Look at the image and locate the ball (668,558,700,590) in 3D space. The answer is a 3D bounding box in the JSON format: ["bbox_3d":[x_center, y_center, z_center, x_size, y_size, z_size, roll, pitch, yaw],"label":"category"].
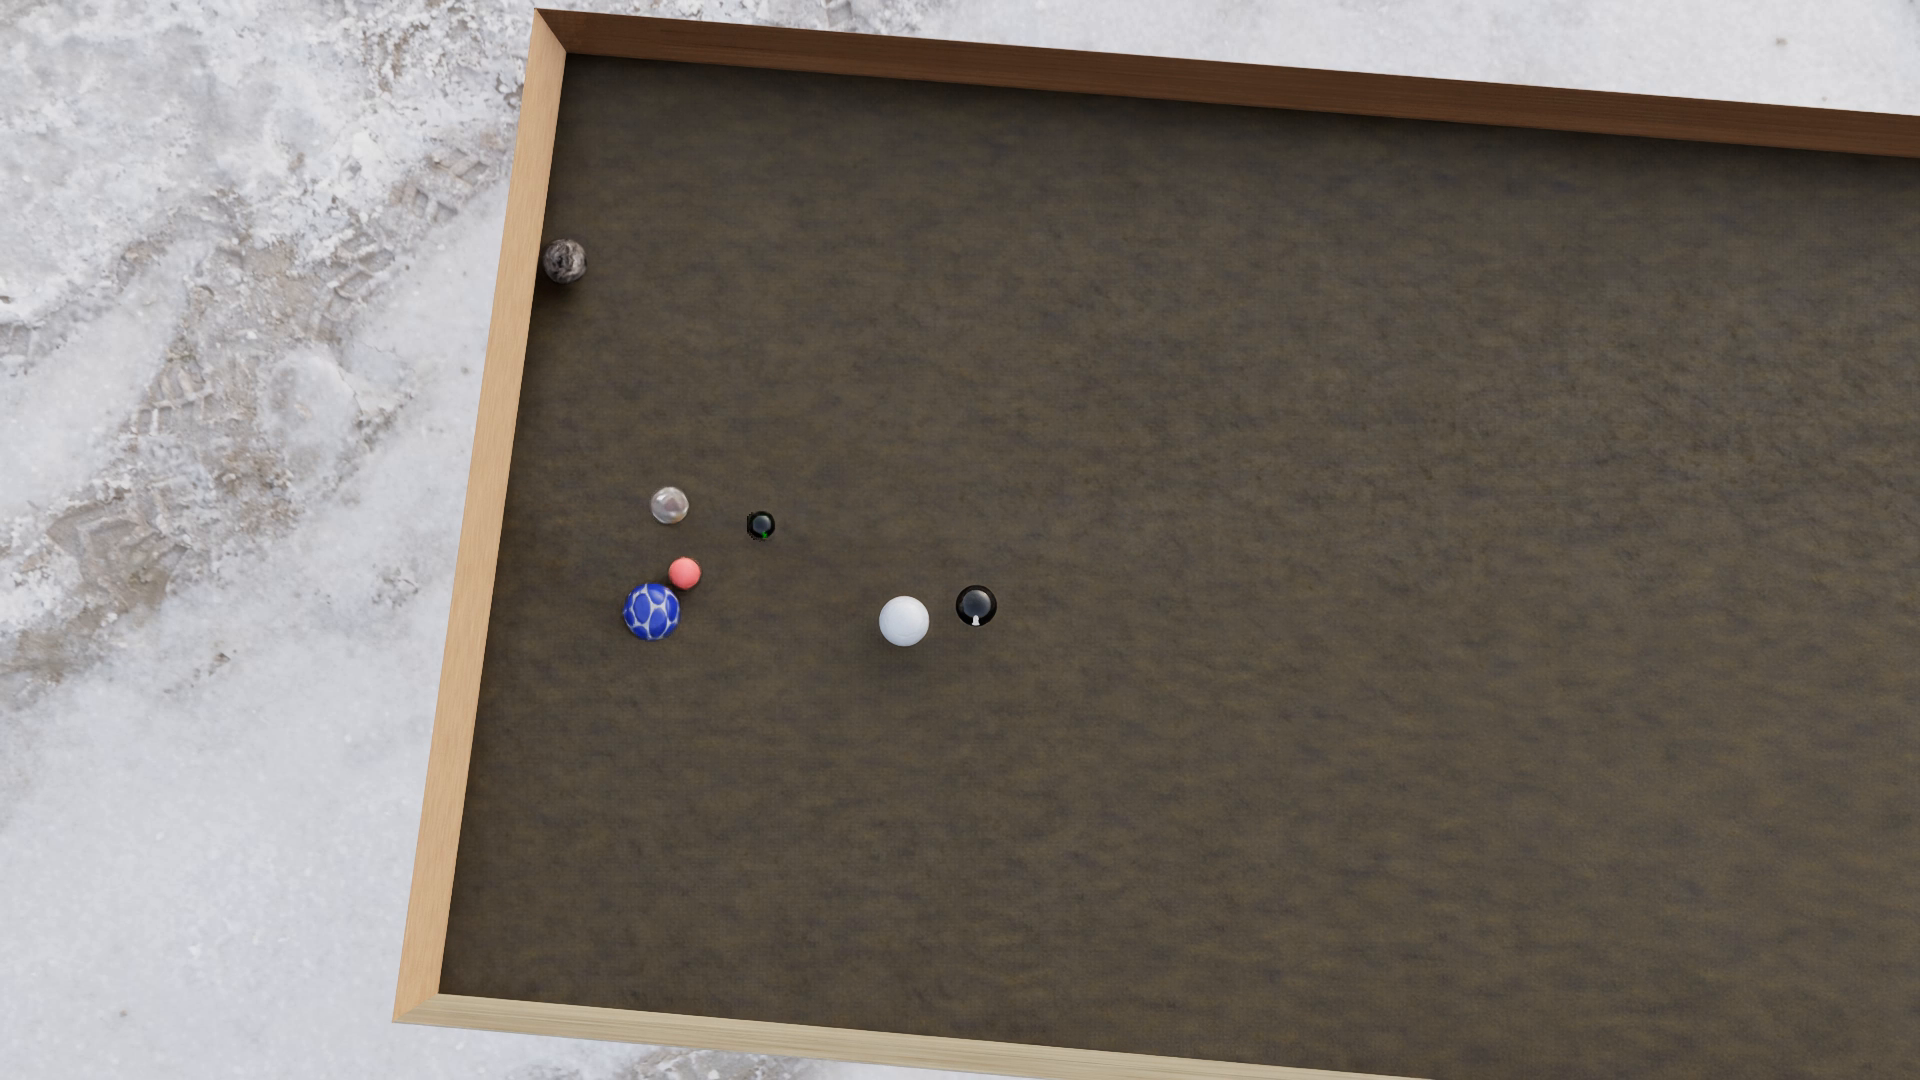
[{"bbox_3d":[-0.417,0.051,3.324,0.047,0.047,0.047,0,77,0],"label":"ball"}]

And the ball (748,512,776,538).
[{"bbox_3d":[-0.302,-0.023,3.344,0.041,0.041,0.041,0,77,0],"label":"ball"}]

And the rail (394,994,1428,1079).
[{"bbox_3d":[0.669,0.787,3.116,2.940,0.109,0.045,5,77,1],"label":"rail"}]

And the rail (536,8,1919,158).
[{"bbox_3d":[0.796,-0.679,3.464,2.940,0.109,0.045,5,77,1],"label":"rail"}]

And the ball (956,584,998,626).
[{"bbox_3d":[0.025,0.099,3.304,0.063,0.063,0.063,0,77,0],"label":"ball"}]

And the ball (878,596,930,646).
[{"bbox_3d":[-0.084,0.121,3.292,0.076,0.076,0.076,0,77,0],"label":"ball"}]

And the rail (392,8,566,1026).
[{"bbox_3d":[-0.709,-0.064,3.318,0.045,0.109,1.560,5,77,1],"label":"rail"}]

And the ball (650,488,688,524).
[{"bbox_3d":[-0.442,-0.052,3.343,0.057,0.057,0.057,0,77,0],"label":"ball"}]

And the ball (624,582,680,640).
[{"bbox_3d":[-0.462,0.106,3.291,0.084,0.084,0.084,0,77,0],"label":"ball"}]

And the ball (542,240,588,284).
[{"bbox_3d":[-0.615,-0.434,3.427,0.069,0.069,0.069,0,77,0],"label":"ball"}]
